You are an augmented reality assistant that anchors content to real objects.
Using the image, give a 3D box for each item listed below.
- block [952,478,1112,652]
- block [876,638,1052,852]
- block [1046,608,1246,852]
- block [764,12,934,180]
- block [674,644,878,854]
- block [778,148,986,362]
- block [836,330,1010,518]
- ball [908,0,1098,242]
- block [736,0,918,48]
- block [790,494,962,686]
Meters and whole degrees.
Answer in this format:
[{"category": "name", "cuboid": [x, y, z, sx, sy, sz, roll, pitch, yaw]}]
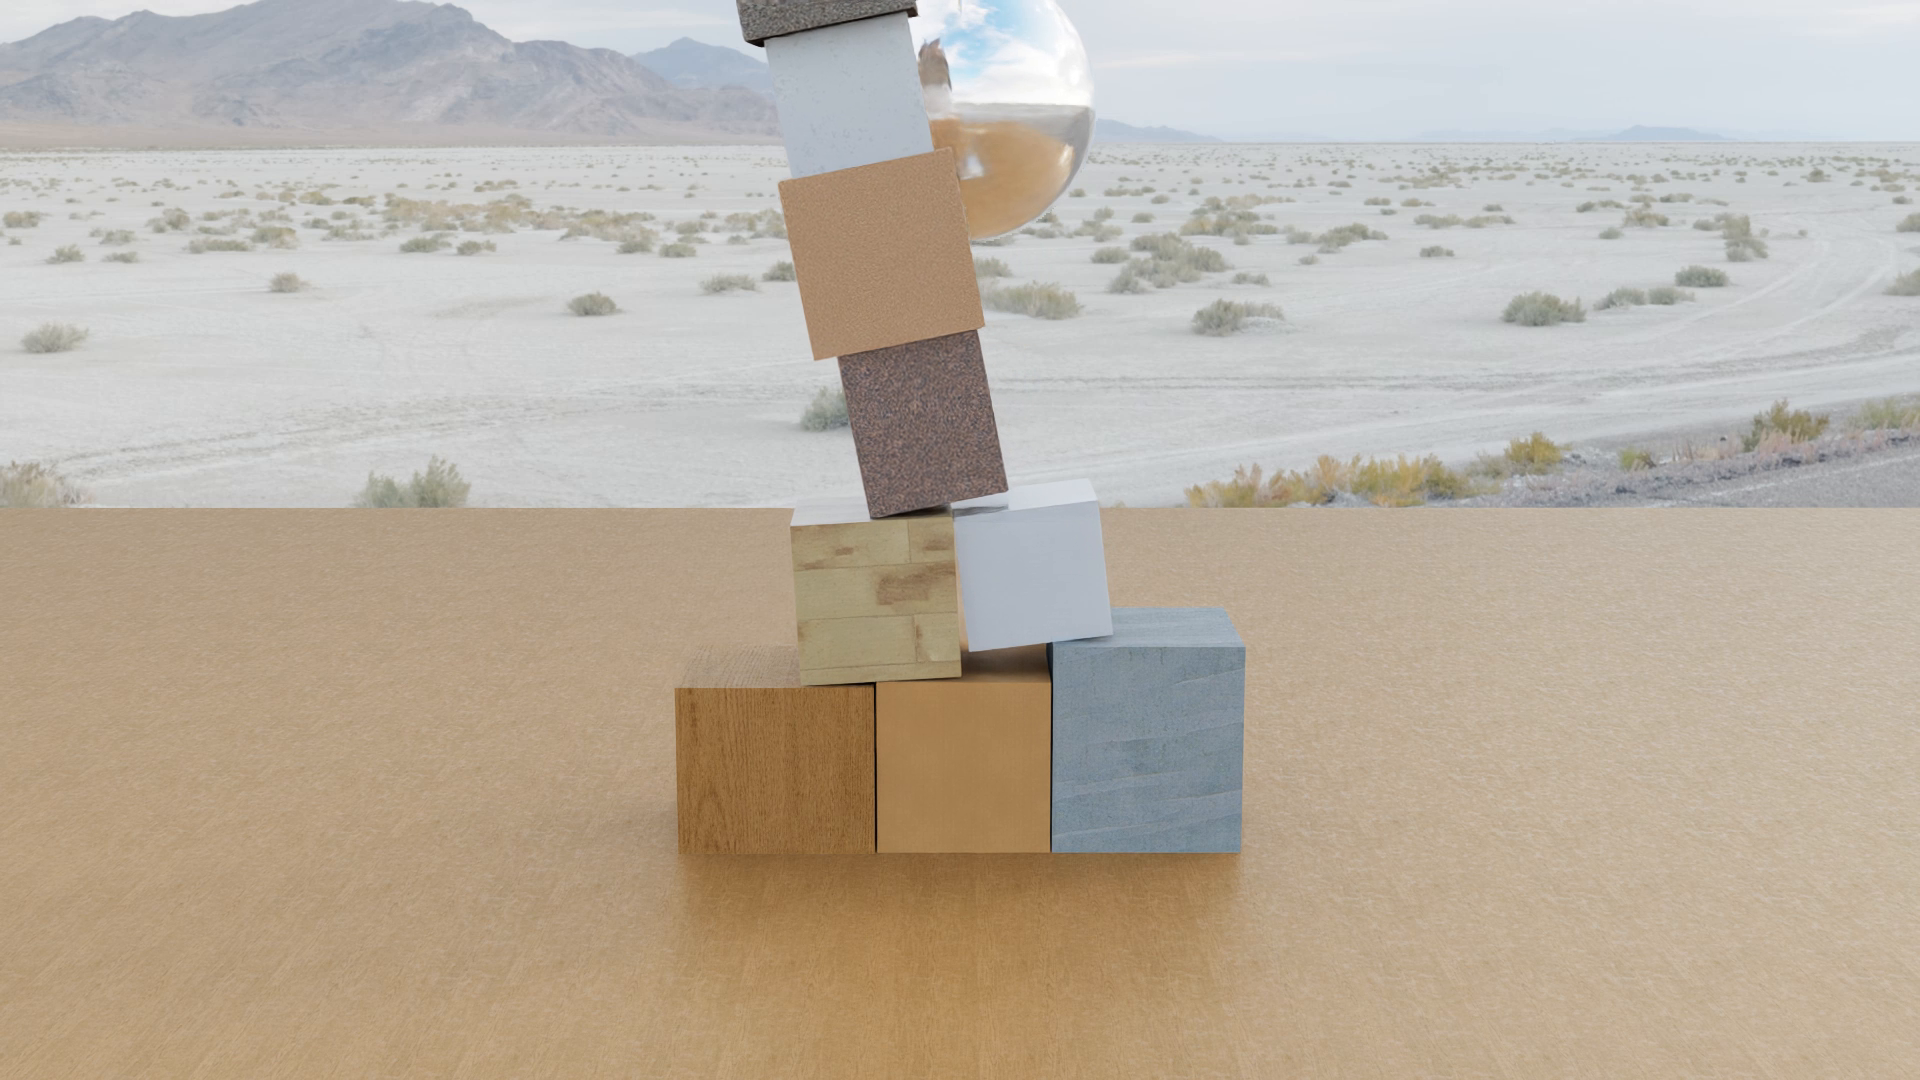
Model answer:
[{"category": "block", "cuboid": [0.359, 0.115, 11.196, 0.718, 0.681, 0.725, -7, 10, 1]}, {"category": "block", "cuboid": [0.018, 1.045, 11.377, 0.862, 0.873, 0.966, 0, 10, 0]}, {"category": "block", "cuboid": [0.931, 0.959, 11.347, 0.944, 1.053, 0.935, 0, 10, 0]}, {"category": "block", "cuboid": [-0.535, -2.185, 10.852, 0.696, 0.669, 0.681, -11, 10, 1]}, {"category": "block", "cuboid": [-0.913, 1.060, 11.356, 0.980, 0.852, 0.959, 0, 10, 0]}, {"category": "block", "cuboid": [-0.380, -1.442, 10.973, 0.846, 0.868, 0.877, -11, 10, 1]}, {"category": "block", "cuboid": [-0.185, -0.627, 11.058, 0.695, 0.811, 0.718, -11, 10, 1]}, {"category": "ball", "cuboid": [0.000, -2.544, 12.826, 1.600, 1.600, 1.600, 0, 10, 0]}, {"category": "block", "cuboid": [-0.685, -2.872, 10.629, 0.812, 0.794, 0.838, -11, 10, 3]}, {"category": "block", "cuboid": [-0.421, 0.225, 11.207, 0.794, 0.801, 0.882, -3, 10, -1]}]
